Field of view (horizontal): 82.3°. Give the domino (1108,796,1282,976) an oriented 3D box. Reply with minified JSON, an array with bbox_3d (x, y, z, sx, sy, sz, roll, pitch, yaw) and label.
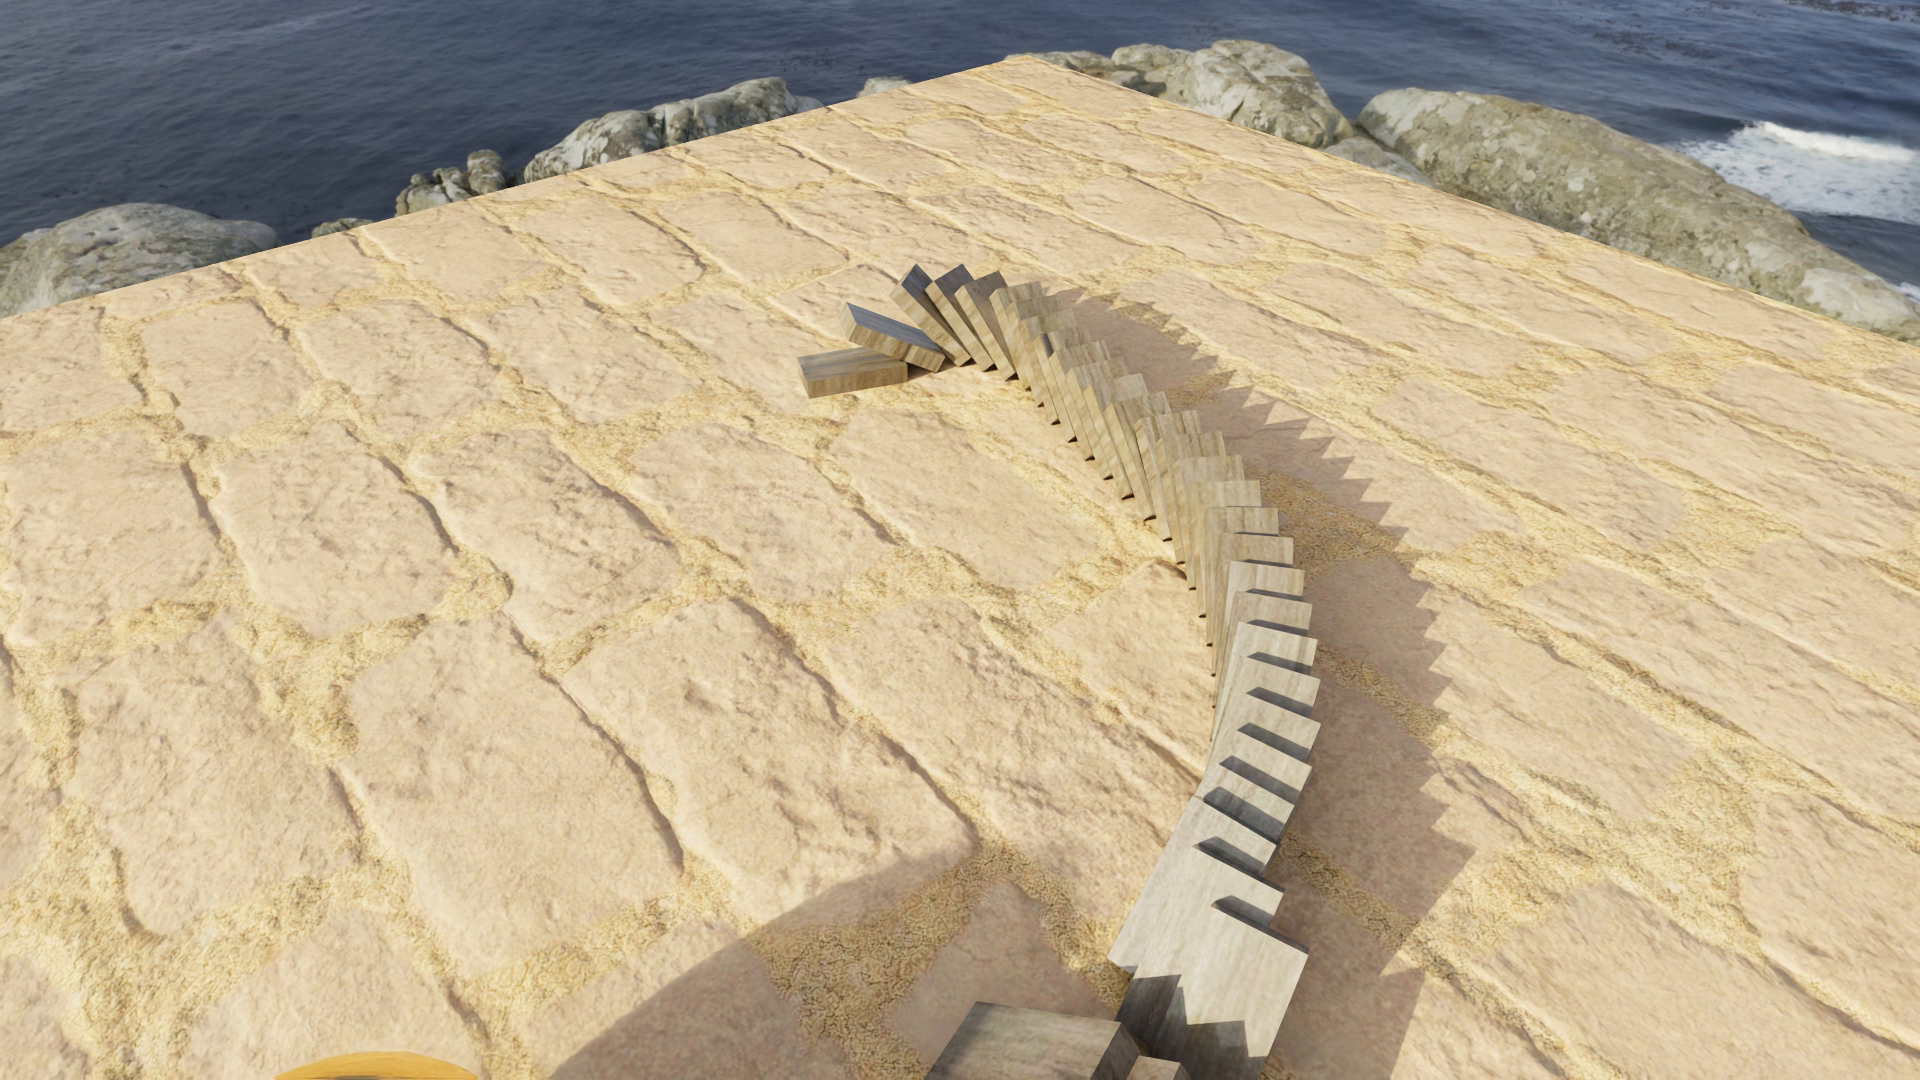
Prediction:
[{"bbox_3d":[0.063,0.098,0.298,0.025,0.010,0.050,28,90,28],"label":"domino"}]

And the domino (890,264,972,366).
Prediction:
[{"bbox_3d":[-0.011,-0.114,0.557,0.050,0.010,0.025,44,39,-17],"label":"domino"}]

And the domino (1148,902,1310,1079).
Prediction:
[{"bbox_3d":[0.065,0.119,0.272,0.025,0.010,0.050,22,88,22],"label":"domino"}]

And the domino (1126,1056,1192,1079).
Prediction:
[{"bbox_3d":[0.029,0.133,0.258,0.050,0.009,0.025,-17,20,46],"label":"domino"}]

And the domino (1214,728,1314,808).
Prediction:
[{"bbox_3d":[0.080,0.083,0.319,0.025,0.009,0.050,25,85,27],"label":"domino"}]

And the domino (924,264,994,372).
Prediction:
[{"bbox_3d":[0.006,-0.113,0.556,0.050,0.010,0.025,53,50,-6],"label":"domino"}]

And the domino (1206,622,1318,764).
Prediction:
[{"bbox_3d":[0.097,0.054,0.355,0.025,0.010,0.050,13,79,15],"label":"domino"}]

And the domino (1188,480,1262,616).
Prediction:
[{"bbox_3d":[0.102,0.003,0.417,0.025,0.009,0.050,-2,78,-2],"label":"domino"}]

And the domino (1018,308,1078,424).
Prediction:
[{"bbox_3d":[0.048,-0.082,0.520,0.025,0.010,0.050,-15,82,-18],"label":"domino"}]

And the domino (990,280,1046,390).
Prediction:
[{"bbox_3d":[0.035,-0.101,0.542,0.025,0.010,0.050,-16,82,-23],"label":"domino"}]

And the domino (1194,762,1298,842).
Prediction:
[{"bbox_3d":[0.071,0.091,0.309,0.025,0.009,0.050,27,85,28],"label":"domino"}]

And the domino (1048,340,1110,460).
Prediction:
[{"bbox_3d":[0.061,-0.064,0.498,0.025,0.010,0.050,-15,80,-18],"label":"domino"}]

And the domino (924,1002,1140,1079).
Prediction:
[{"bbox_3d":[0.016,0.127,0.265,0.050,0.010,0.025,-17,20,46],"label":"domino"}]

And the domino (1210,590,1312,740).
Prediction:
[{"bbox_3d":[0.100,0.044,0.367,0.025,0.010,0.050,10,79,12],"label":"domino"}]

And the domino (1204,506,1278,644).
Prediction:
[{"bbox_3d":[0.104,0.013,0.404,0.025,0.010,0.050,1,78,2],"label":"domino"}]

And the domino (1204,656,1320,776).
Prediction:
[{"bbox_3d":[0.092,0.064,0.342,0.025,0.010,0.050,16,81,19],"label":"domino"}]

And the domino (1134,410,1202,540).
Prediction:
[{"bbox_3d":[0.091,-0.027,0.453,0.025,0.009,0.050,-10,79,-12],"label":"domino"}]

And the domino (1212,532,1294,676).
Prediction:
[{"bbox_3d":[0.104,0.024,0.392,0.025,0.010,0.050,5,78,5],"label":"domino"}]

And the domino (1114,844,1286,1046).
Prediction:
[{"bbox_3d":[0.062,0.108,0.285,0.025,0.009,0.050,24,89,22],"label":"domino"}]

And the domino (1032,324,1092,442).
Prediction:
[{"bbox_3d":[0.054,-0.073,0.509,0.025,0.010,0.050,-16,81,-18],"label":"domino"}]

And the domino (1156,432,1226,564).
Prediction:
[{"bbox_3d":[0.096,-0.017,0.441,0.025,0.009,0.050,-6,79,-9],"label":"domino"}]

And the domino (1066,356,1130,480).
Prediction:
[{"bbox_3d":[0.068,-0.054,0.487,0.025,0.009,0.050,-15,80,-18],"label":"domino"}]

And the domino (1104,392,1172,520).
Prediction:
[{"bbox_3d":[0.082,-0.036,0.465,0.025,0.010,0.050,-15,79,-17],"label":"domino"}]

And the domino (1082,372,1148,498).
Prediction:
[{"bbox_3d":[0.074,-0.045,0.476,0.025,0.010,0.050,-15,80,-18],"label":"domino"}]

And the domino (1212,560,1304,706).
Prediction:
[{"bbox_3d":[0.103,0.034,0.379,0.025,0.009,0.050,7,78,9],"label":"domino"}]

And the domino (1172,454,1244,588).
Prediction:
[{"bbox_3d":[0.099,-0.007,0.429,0.025,0.010,0.050,-4,78,-5],"label":"domino"}]

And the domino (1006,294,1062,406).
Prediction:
[{"bbox_3d":[0.042,-0.092,0.531,0.025,0.010,0.050,-15,82,-20],"label":"domino"}]

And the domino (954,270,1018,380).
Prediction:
[{"bbox_3d":[0.021,-0.108,0.550,0.025,0.009,0.050,-31,90,-33],"label":"domino"}]

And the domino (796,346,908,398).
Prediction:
[{"bbox_3d":[-0.054,-0.085,0.547,0.050,0.010,0.025,-12,41,-14],"label":"domino"}]

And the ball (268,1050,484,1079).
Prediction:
[{"bbox_3d":[-0.121,0.143,0.213,0.080,0.080,0.080,0,39,0],"label":"ball"}]

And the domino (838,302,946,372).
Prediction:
[{"bbox_3d":[-0.034,-0.101,0.548,0.050,0.009,0.025,15,30,-29],"label":"domino"}]

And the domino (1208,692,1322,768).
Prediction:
[{"bbox_3d":[0.087,0.074,0.330,0.025,0.009,0.050,21,83,24],"label":"domino"}]
